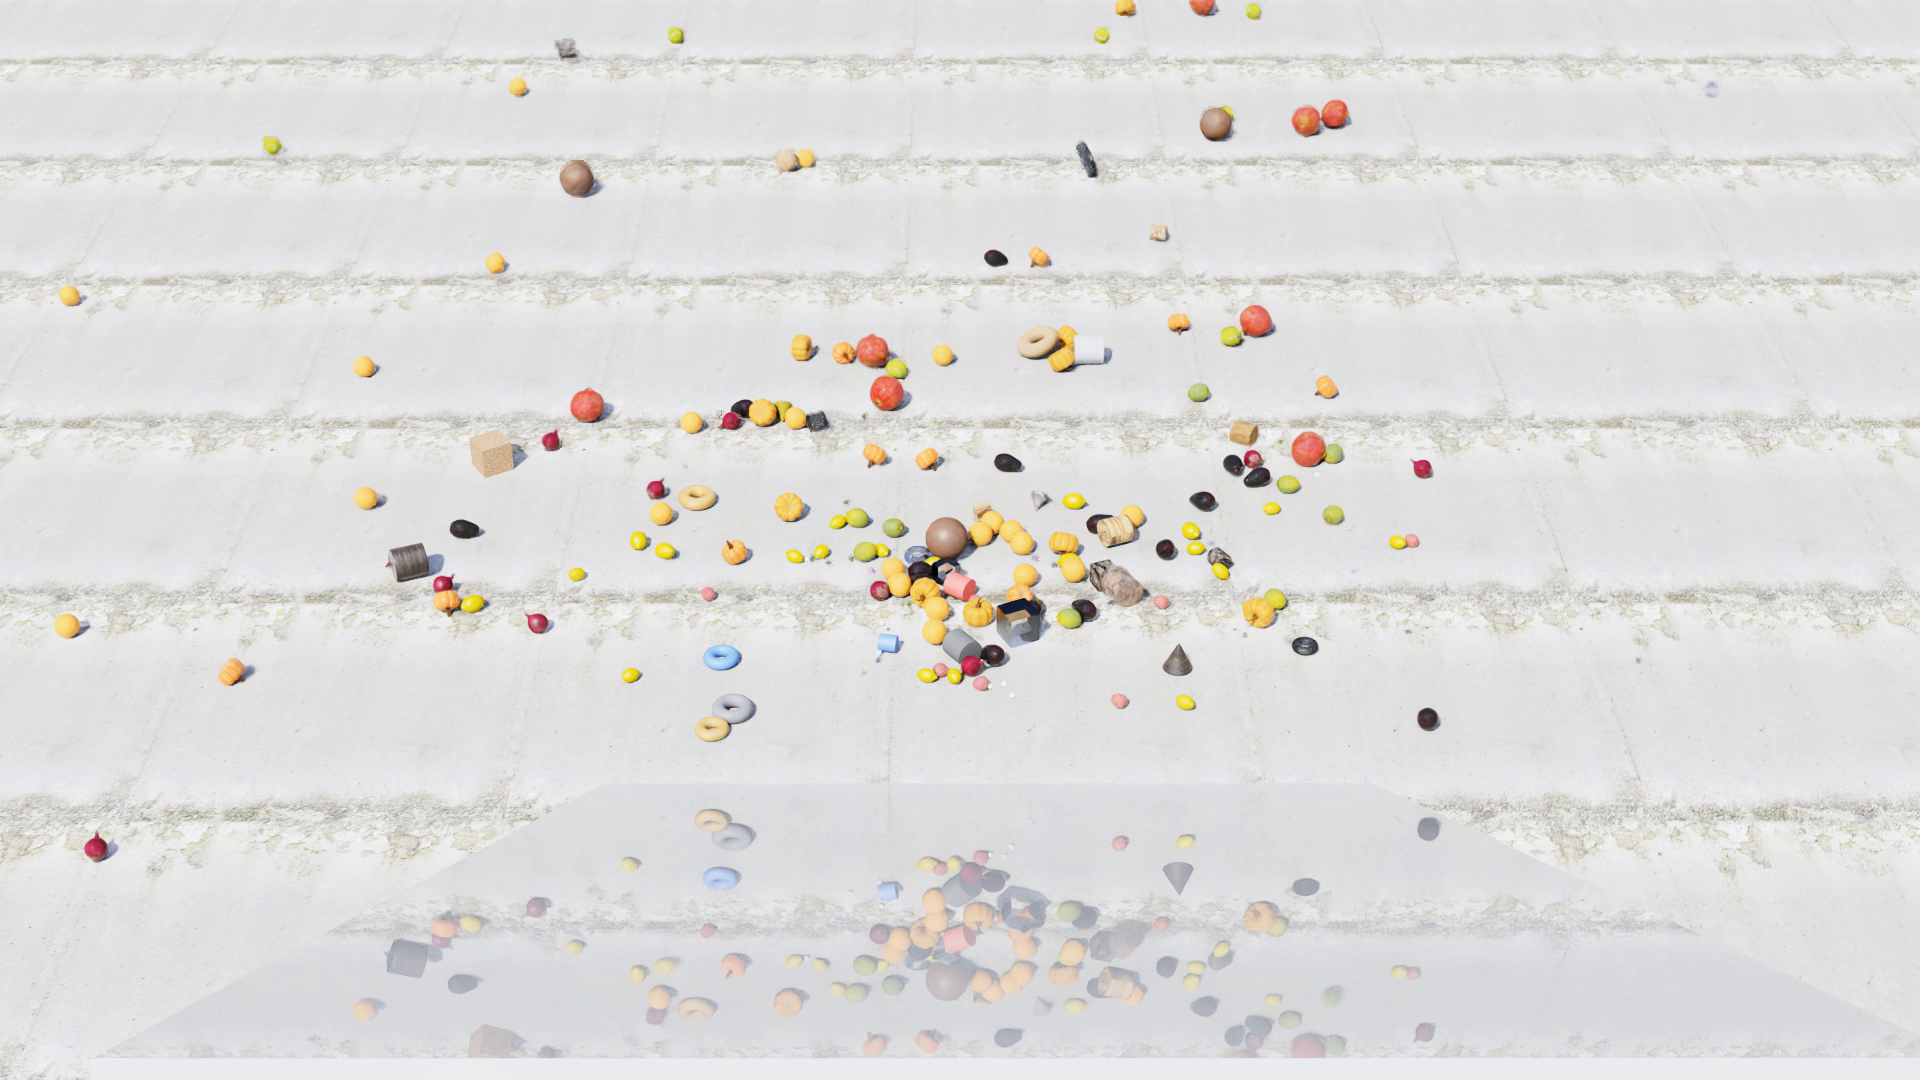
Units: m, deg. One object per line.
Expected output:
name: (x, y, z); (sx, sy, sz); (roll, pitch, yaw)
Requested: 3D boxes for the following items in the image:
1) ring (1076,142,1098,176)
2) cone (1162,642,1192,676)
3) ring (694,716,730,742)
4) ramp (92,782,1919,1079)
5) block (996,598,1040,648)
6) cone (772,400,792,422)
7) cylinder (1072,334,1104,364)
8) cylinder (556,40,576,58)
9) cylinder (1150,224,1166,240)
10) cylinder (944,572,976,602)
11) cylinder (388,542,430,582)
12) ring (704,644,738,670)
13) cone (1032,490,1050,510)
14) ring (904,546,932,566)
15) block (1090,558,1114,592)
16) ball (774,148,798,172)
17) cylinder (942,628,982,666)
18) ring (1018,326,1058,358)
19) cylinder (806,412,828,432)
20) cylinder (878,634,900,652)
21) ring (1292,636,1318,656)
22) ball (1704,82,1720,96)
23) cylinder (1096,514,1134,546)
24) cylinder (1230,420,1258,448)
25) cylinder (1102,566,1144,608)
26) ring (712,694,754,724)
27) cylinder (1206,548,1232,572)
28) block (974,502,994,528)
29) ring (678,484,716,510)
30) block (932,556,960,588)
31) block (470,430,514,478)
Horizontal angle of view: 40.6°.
ring: (0.489, -1.469, 10.007); (0.046, 0.139, 0.139); (-22, 33, 8)
cone: (0.615, 0.323, 7.308); (0.086, 0.086, 0.086); (0, 33, 0)
ring: (-0.676, 0.515, 7.067); (0.094, 0.031, 0.094); (-1, 33, 1)
ramp: (0.074, 0.643, 4.762); (2.000, 0.100, 4.000); (0, -1, 0)
block: (0.166, 0.237, 7.434); (0.092, 0.092, 0.092); (-15, 36, -22)
cone: (-0.580, -0.410, 8.479); (0.066, 0.066, 0.066); (-1, 60, -2)
cylinder: (0.434, -0.646, 8.778); (0.097, 0.097, 0.097); (-1, 33, -2)
cylinder: (-1.669, -2.083, 10.997); (0.069, 0.069, 0.069); (-11, 35, -17)
cylinder: (0.732, -1.133, 9.560); (0.055, 0.055, 0.055); (6, 34, 9)
cylinder: (-0.001, 0.136, 7.610); (0.069, 0.069, 0.069); (21, 39, 29)
cylinder: (-1.635, 0.064, 7.695); (0.096, 0.096, 0.096); (-14, 36, -20)
ring: (-0.677, 0.332, 7.344); (0.102, 0.034, 0.102); (-1, 33, 1)
cone: (0.242, -0.112, 8.028); (0.059, 0.059, 0.059); (9, 61, 13)
ring: (-0.125, 0.047, 7.783); (0.088, 0.029, 0.088); (0, 34, 0)
block: (0.426, 0.105, 7.662); (0.064, 0.064, 0.064); (-13, 36, -19)
ball: (-0.674, -1.471, 10.046); (0.088, 0.088, 0.088); (0, 33, 0)
cylinder: (0.006, 0.304, 7.342); (0.081, 0.081, 0.081); (-22, 39, -29)
ring: (0.266, -0.675, 8.836); (0.149, 0.050, 0.149); (-18, 35, 13)
cylinder: (-0.464, -0.384, 8.417); (0.053, 0.053, 0.053); (-13, 36, -20)
cylinder: (-0.204, 0.293, 7.387); (0.051, 0.051, 0.051); (6, 34, 11)
ring: (0.984, 0.302, 7.396); (0.077, 0.026, 0.077); (-1, 33, 1)
ball: (3.089, -1.851, 10.652); (0.060, 0.060, 0.060); (0, 33, 0)
cylinder: (0.471, -0.029, 7.848); (0.083, 0.083, 0.083); (-11, 35, -24)
cylinder: (0.913, -0.341, 8.337); (0.069, 0.069, 0.069); (18, 37, 25)
cylinder: (0.476, 0.136, 7.592); (0.090, 0.090, 0.090); (-15, 38, -22)
ring: (-0.626, 0.464, 7.138); (0.114, 0.038, 0.114); (0, 34, 0)
cylinder: (0.775, 0.057, 7.743); (0.054, 0.054, 0.054); (-18, 37, -26)
block: (0.072, -0.077, 7.951); (0.051, 0.051, 0.051); (-9, 34, -14)
ring: (-0.816, -0.132, 8.047); (0.117, 0.039, 0.117); (1, 33, -1)
block: (-0.041, 0.095, 7.680); (0.061, 0.061, 0.061); (-26, 41, -33)
block: (-1.482, -0.273, 8.208); (0.099, 0.099, 0.099); (-20, 38, -27)
